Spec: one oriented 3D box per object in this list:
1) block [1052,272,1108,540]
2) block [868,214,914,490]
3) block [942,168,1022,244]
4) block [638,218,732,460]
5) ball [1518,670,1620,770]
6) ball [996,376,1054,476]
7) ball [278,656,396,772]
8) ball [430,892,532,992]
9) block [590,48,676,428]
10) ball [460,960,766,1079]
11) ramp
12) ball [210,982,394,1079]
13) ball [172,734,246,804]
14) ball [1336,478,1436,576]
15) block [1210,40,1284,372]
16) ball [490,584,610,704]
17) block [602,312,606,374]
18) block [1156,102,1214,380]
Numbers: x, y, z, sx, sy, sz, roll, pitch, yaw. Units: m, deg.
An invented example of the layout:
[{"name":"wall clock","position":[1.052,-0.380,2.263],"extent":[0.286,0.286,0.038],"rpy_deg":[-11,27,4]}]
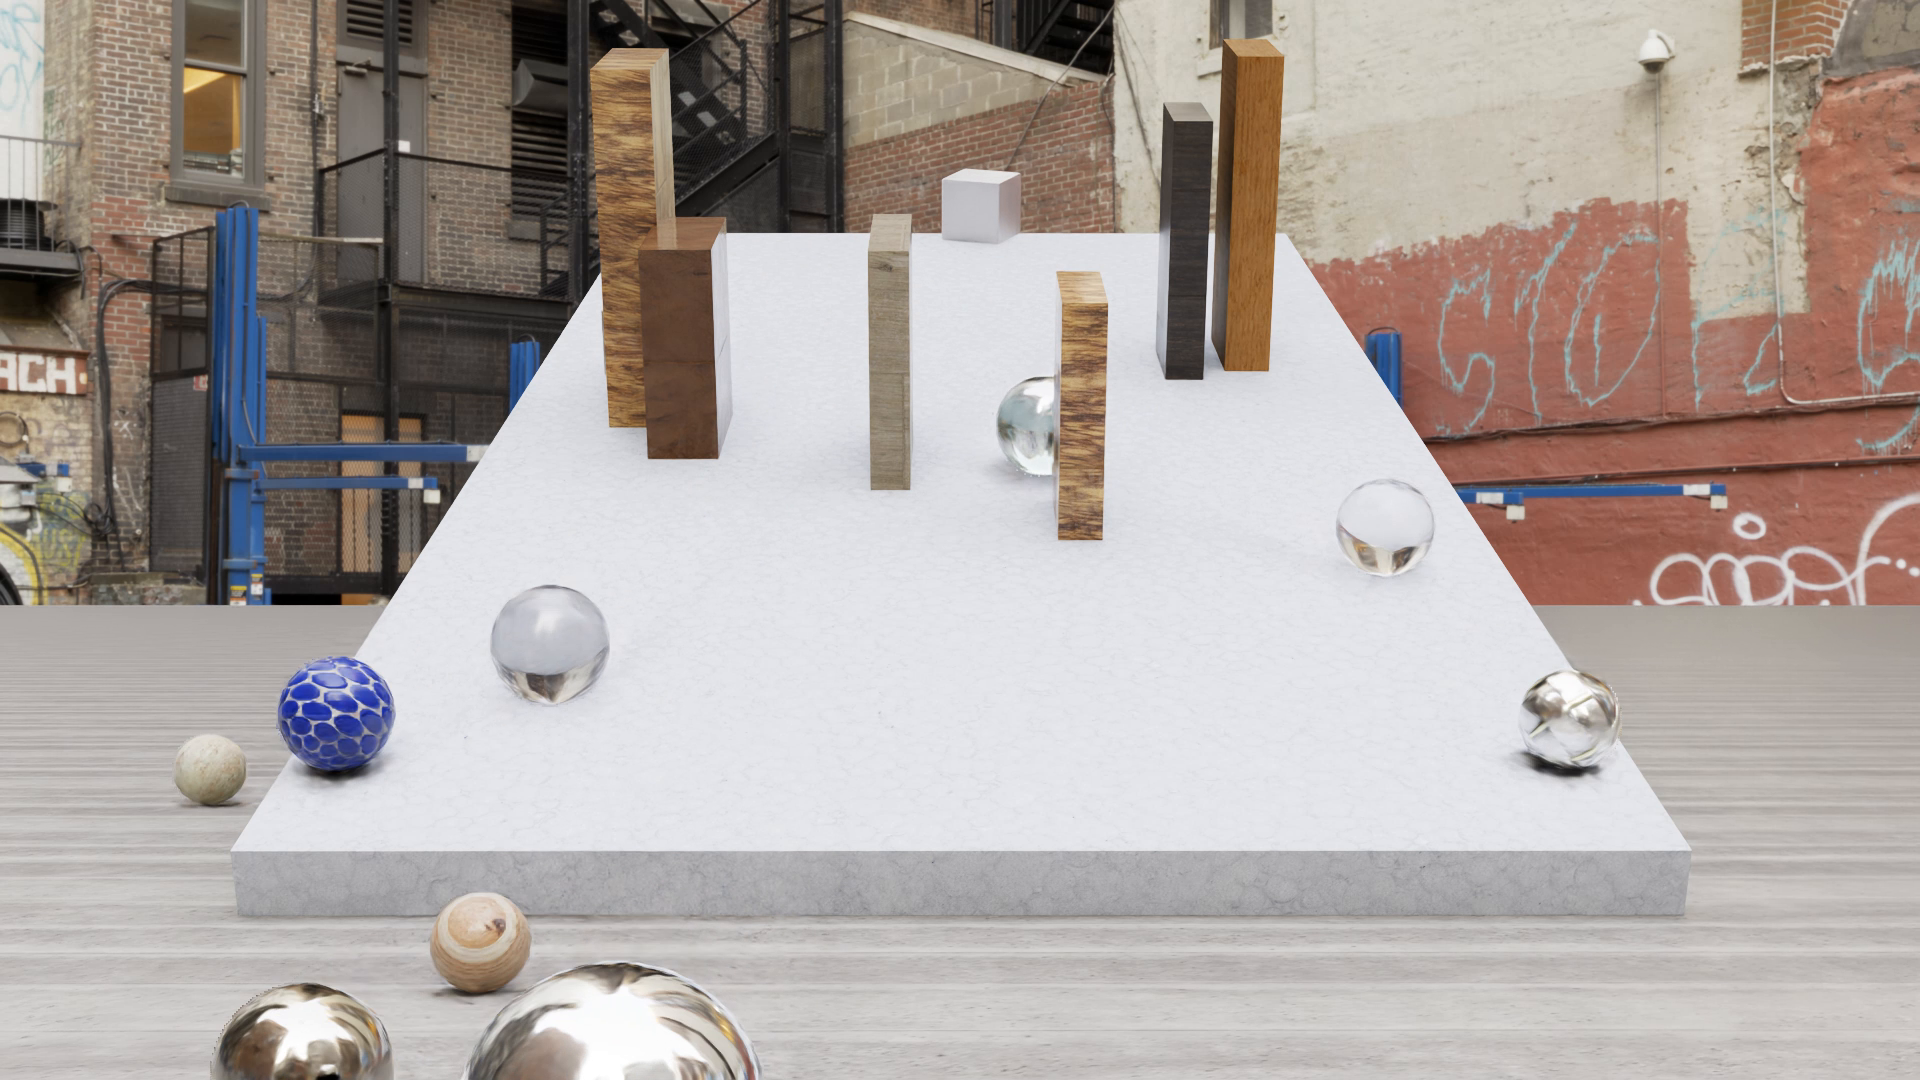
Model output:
[{"name":"block","position":[0.227,-0.259,4.320],"extent":[0.084,0.459,0.255],"rpy_deg":[0,20,0]},{"name":"block","position":[-0.140,-0.390,4.640],"extent":[0.080,0.489,0.352],"rpy_deg":[0,20,0]},{"name":"block","position":[0.065,-1.001,6.792],"extent":[0.182,0.182,0.182],"rpy_deg":[8,21,21]},{"name":"block","position":[-0.581,-0.435,4.825],"extent":[0.148,0.446,0.326],"rpy_deg":[0,20,0]},{"name":"ball","position":[0.896,0.264,3.332],"extent":[0.146,0.146,0.146],"rpy_deg":[0,-1,0]},{"name":"ball","position":[0.174,-0.234,4.626],"extent":[0.206,0.206,0.206],"rpy_deg":[0,-1,0]},{"name":"ball","position":[-0.914,0.255,3.319],"extent":[0.167,0.167,0.167],"rpy_deg":[0,-1,0]},{"name":"ball","position":[-0.534,0.448,2.521],"extent":[0.111,0.111,0.111],"rpy_deg":[0,-1,0]},{"name":"block","position":[-0.707,-0.667,4.984],"extent":[0.124,0.775,0.327],"rpy_deg":[0,20,0]},{"name":"ball","position":[-0.224,0.375,1.463],"extent":[0.202,0.202,0.202],"rpy_deg":[0,-1,0]},{"name":"ramp","position":[-0.005,-0.205,4.996],"extent":[2.000,0.100,4.000],"rpy_deg":[0,20,0]},{"name":"ball","position":[-0.511,0.415,1.763],"extent":[0.137,0.137,0.137],"rpy_deg":[0,-1,0]},{"name":"ball","position":[-1.595,0.488,4.814],"extent":[0.149,0.149,0.149],"rpy_deg":[0,-1,0]},{"name":"ball","position":[0.767,-0.023,4.083],"extent":[0.177,0.177,0.177],"rpy_deg":[0,-1,0]},{"name":"block","position":[0.684,-0.803,5.417],"extent":[0.106,0.741,0.305],"rpy_deg":[0,20,0]},{"name":"ball","position":[-0.642,0.163,3.545],"extent":[0.187,0.187,0.187],"rpy_deg":[0,-1,0]},{"name":"block","position":[-0.735,-0.467,5.345],"extent":[0.153,0.153,0.153],"rpy_deg":[18,27,41]},{"name":"block","position":[0.528,-0.708,5.352],"extent":[0.090,0.607,0.271],"rpy_deg":[0,20,0]}]
